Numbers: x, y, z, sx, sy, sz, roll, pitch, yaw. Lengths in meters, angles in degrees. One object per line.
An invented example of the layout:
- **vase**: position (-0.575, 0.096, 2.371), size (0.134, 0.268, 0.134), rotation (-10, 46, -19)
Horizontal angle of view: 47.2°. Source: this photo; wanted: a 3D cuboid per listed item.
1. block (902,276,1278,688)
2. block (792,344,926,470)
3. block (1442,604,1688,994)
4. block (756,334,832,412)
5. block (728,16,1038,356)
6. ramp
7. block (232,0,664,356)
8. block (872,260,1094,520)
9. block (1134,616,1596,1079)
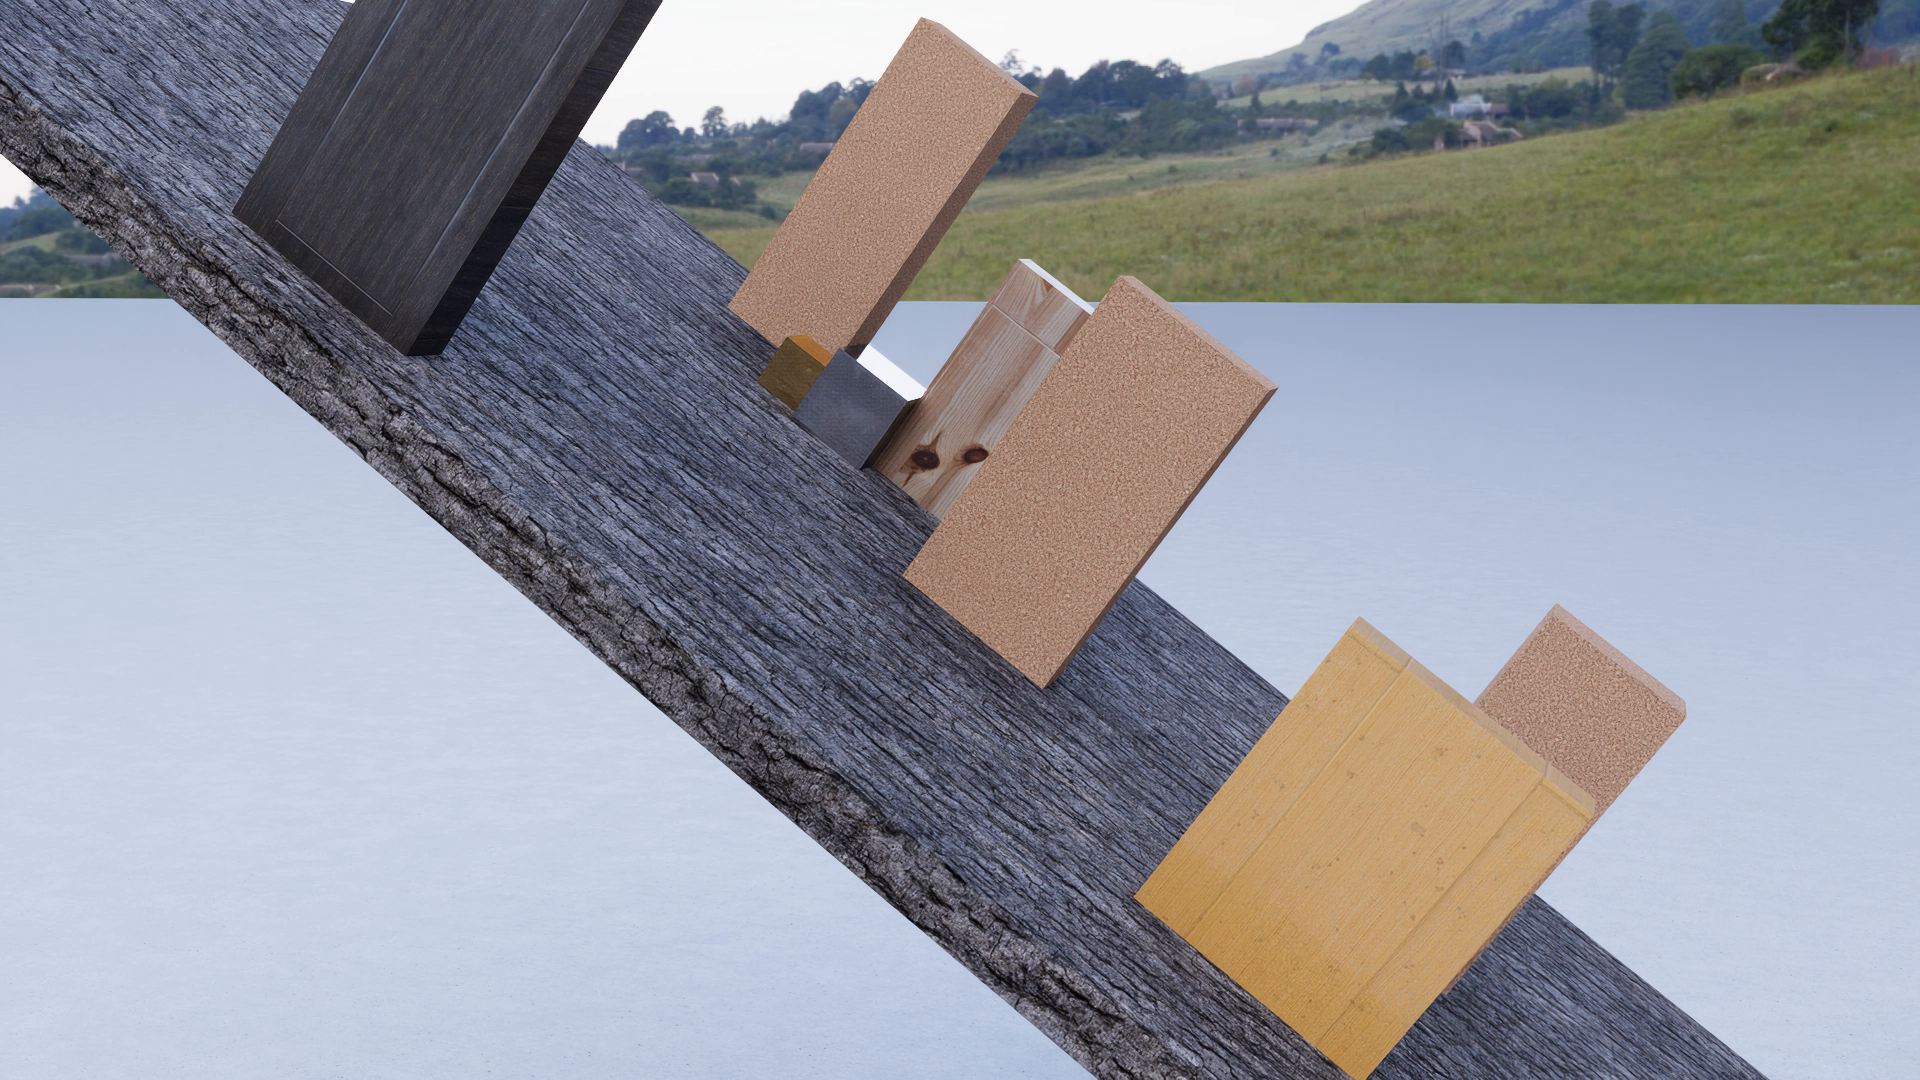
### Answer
- **block**: position (0.227, -0.101, 3.908), size (0.327, 0.669, 0.107), rotation (39, 16, 9)
- **block**: position (-0.196, -0.270, 4.425), size (0.174, 0.174, 0.174), rotation (38, 16, 7)
- **block**: position (0.953, 0.455, 3.870), size (0.276, 0.646, 0.146), rotation (39, 16, 9)
- **block**: position (-0.320, -0.337, 4.470), size (0.113, 0.113, 0.113), rotation (38, 16, 8)
- **block**: position (-0.169, -0.722, 4.721), size (0.271, 0.749, 0.141), rotation (39, 16, 9)
- **ramp**: position (-0.063, 0.126, 4.069), size (4.000, 0.100, 2.000), rotation (39, 16, 9)
- **block**: position (-0.778, -0.689, 3.376), size (0.375, 0.730, 0.108), rotation (39, 16, 9)
- **block**: position (0.149, -0.220, 4.375), size (0.435, 0.514, 0.085), rotation (39, 16, 9)
- **block**: position (0.600, 0.464, 3.296), size (0.435, 0.541, 0.097), rotation (39, 16, 9)
